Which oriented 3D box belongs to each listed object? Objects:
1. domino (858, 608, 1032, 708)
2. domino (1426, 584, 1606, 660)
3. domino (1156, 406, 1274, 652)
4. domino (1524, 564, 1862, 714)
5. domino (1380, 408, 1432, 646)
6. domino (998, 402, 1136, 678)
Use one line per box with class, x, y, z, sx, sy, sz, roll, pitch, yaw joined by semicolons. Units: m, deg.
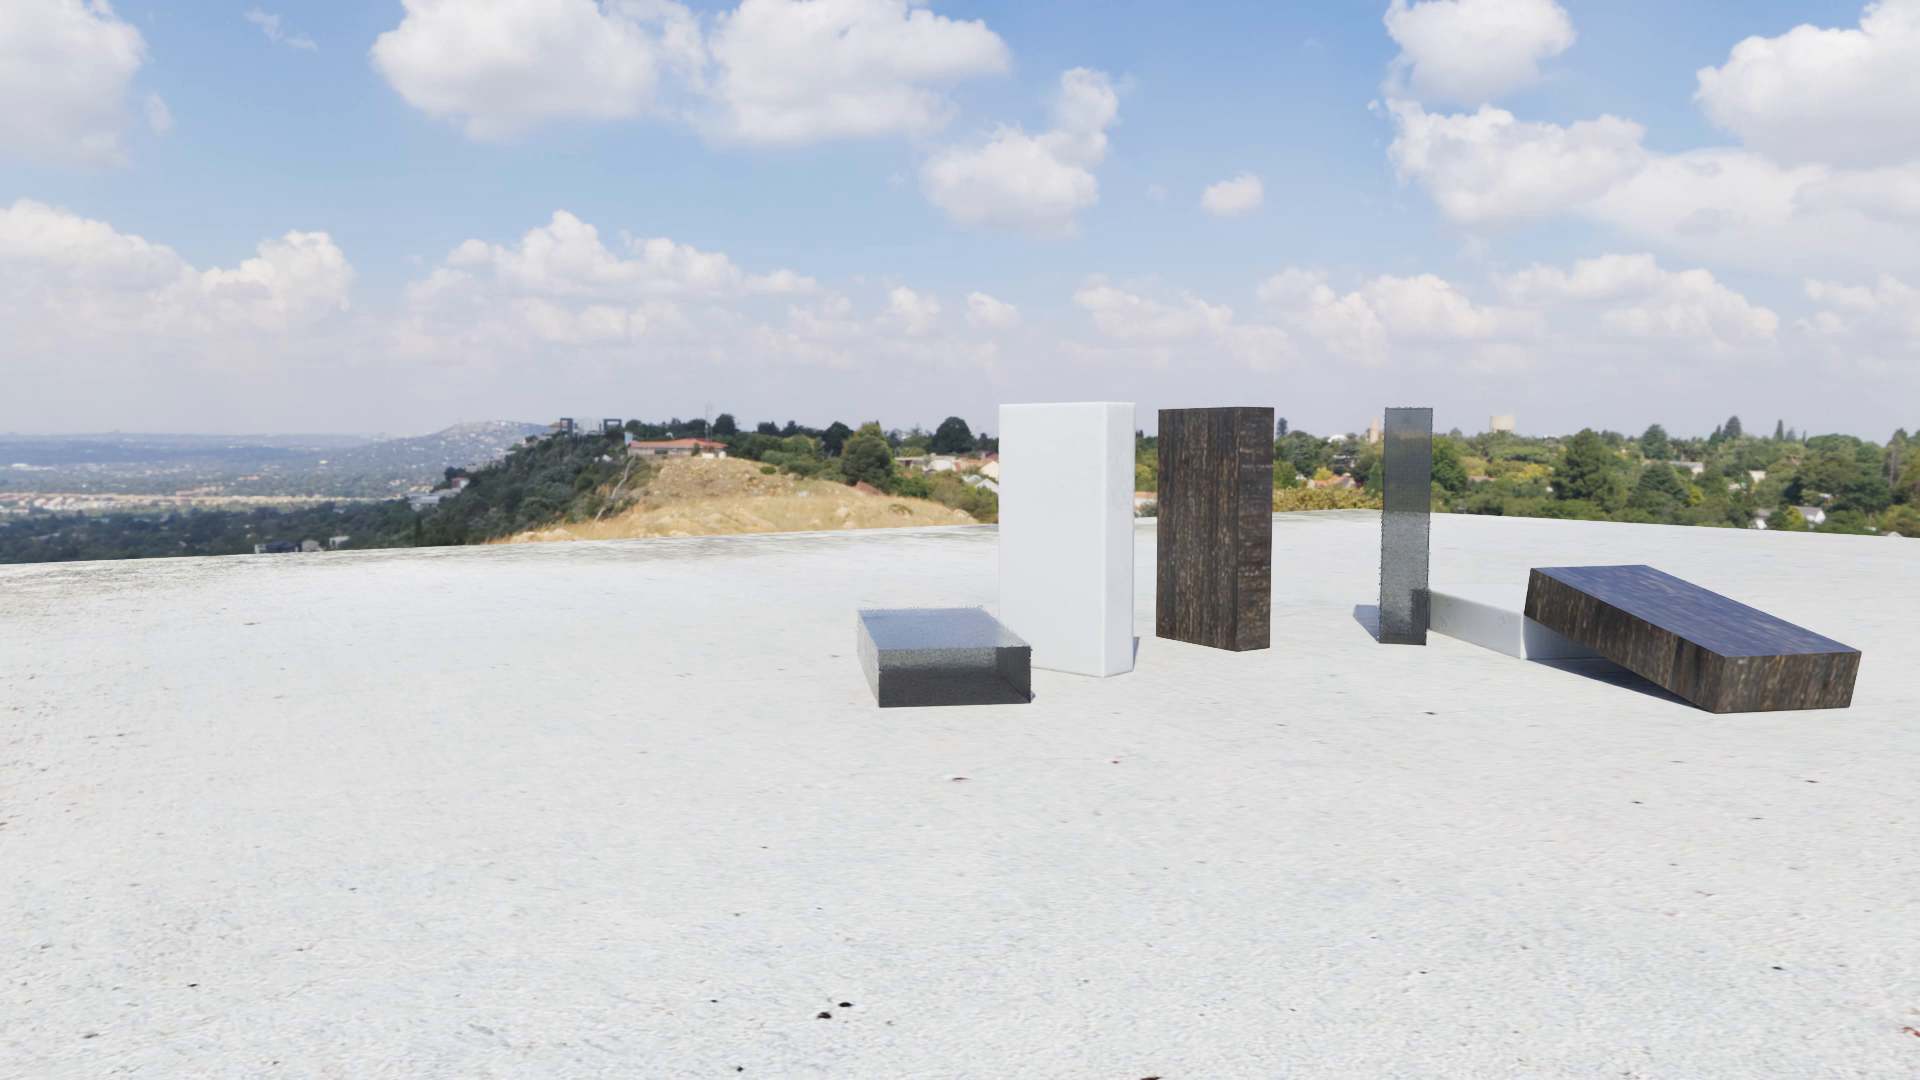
domino;-0.004;0.020;0.233;0.025;0.009;0.050;-1;4;-8
domino;0.121;0.017;0.279;0.025;0.010;0.050;0;4;-5
domino;0.054;-0.003;0.274;0.010;0.050;0.025;-3;5;-32
domino;0.127;0.016;0.227;0.025;0.009;0.050;-1;15;-11
domino;0.098;-0.004;0.282;0.009;0.050;0.025;1;5;19
domino;0.020;-0.001;0.243;0.025;0.050;0.010;4;6;42
